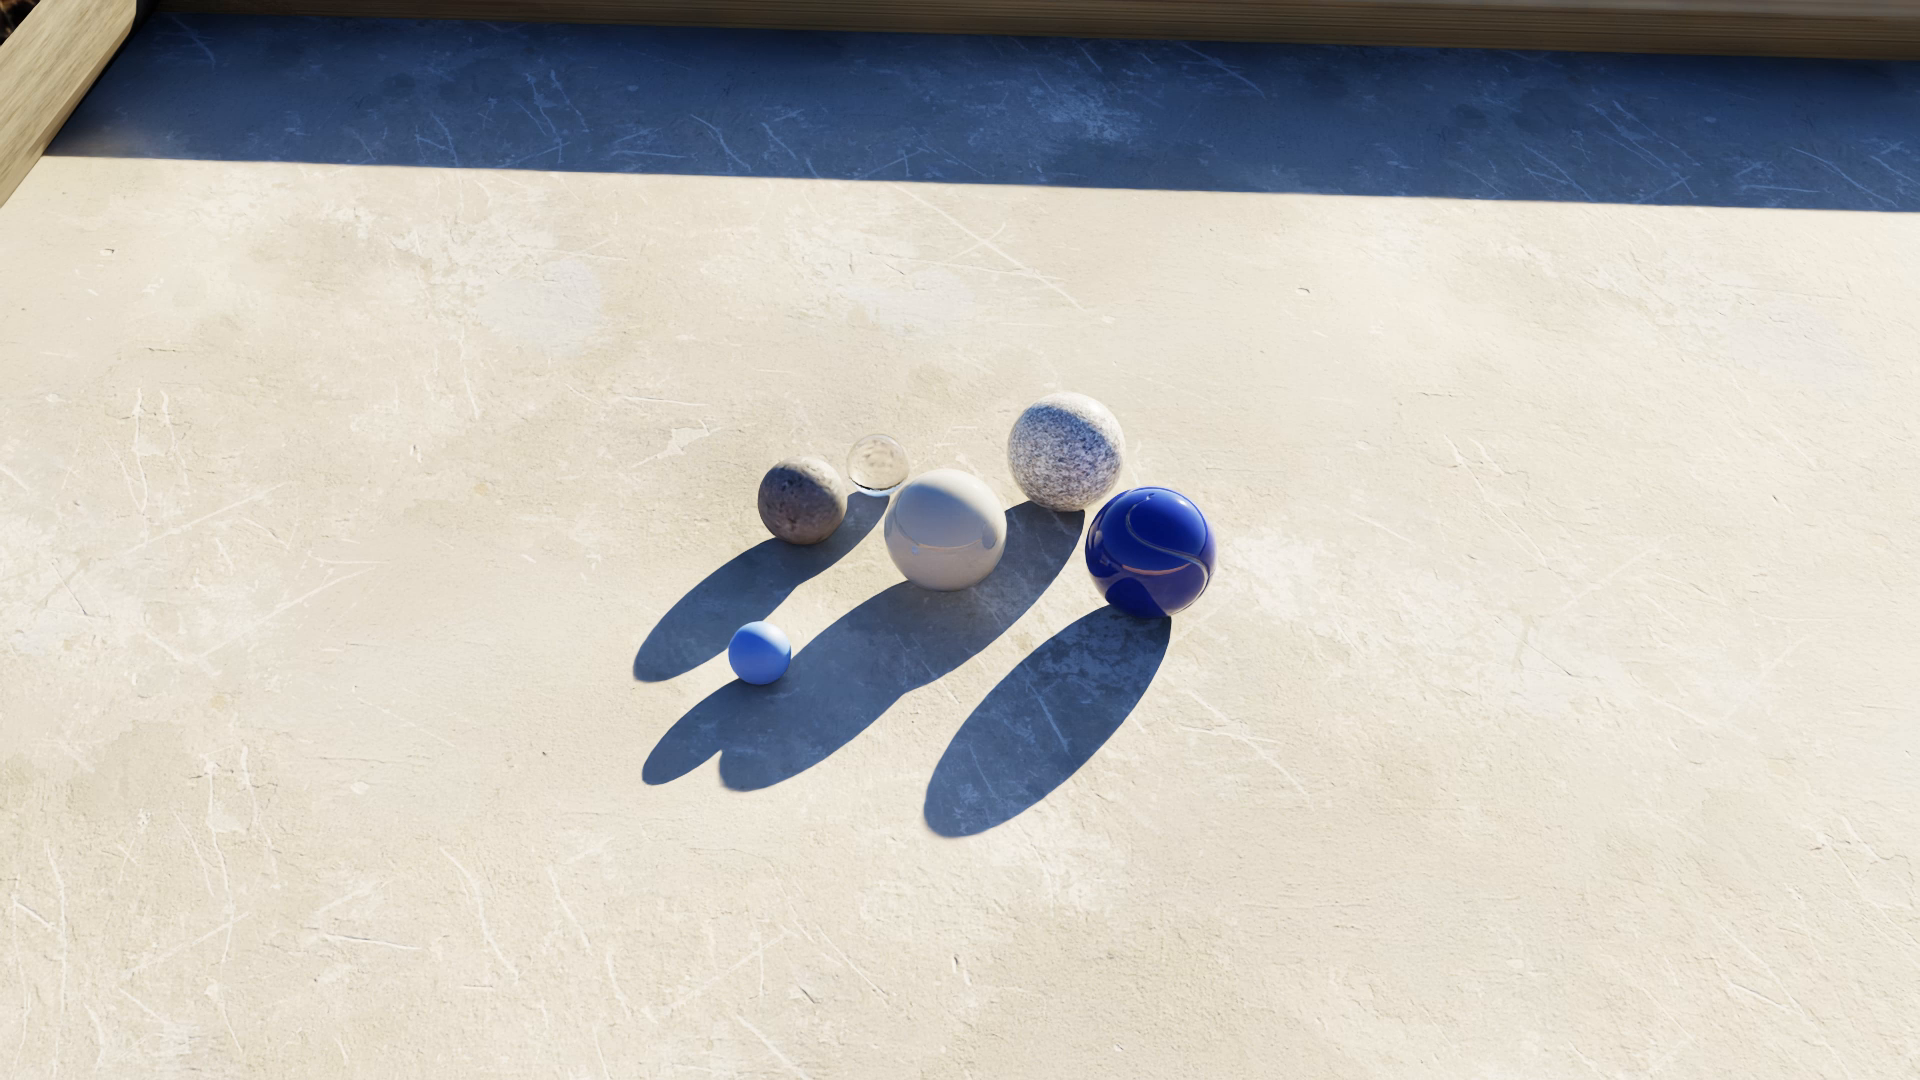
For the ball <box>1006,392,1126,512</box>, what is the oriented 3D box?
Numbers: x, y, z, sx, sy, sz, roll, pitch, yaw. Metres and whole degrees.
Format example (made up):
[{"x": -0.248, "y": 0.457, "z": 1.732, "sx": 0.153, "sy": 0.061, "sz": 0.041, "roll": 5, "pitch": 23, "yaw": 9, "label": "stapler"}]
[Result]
[{"x": 0.076, "y": -0.063, "z": 1.831, "sx": 0.086, "sy": 0.086, "sz": 0.086, "roll": 0, "pitch": 36, "yaw": 0, "label": "ball"}]

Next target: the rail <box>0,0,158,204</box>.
[{"x": -0.842, "y": -0.053, "z": 1.789, "sx": 0.045, "sy": 0.117, "sz": 1.803, "roll": 2, "pitch": 36, "yaw": 3, "label": "rail"}]

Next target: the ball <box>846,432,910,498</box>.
[{"x": -0.059, "y": -0.054, "z": 1.853, "sx": 0.047, "sy": 0.047, "sz": 0.047, "roll": 0, "pitch": 36, "yaw": 0, "label": "ball"}]

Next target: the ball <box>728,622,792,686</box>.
[{"x": -0.131, "y": 0.074, "z": 1.678, "sx": 0.042, "sy": 0.042, "sz": 0.042, "roll": 0, "pitch": 36, "yaw": 0, "label": "ball"}]

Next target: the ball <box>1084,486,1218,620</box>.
[{"x": 0.129, "y": 0.008, "z": 1.728, "sx": 0.090, "sy": 0.090, "sz": 0.090, "roll": 0, "pitch": 36, "yaw": 0, "label": "ball"}]

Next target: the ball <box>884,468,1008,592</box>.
[{"x": -0.010, "y": -0.006, "z": 1.753, "sx": 0.085, "sy": 0.085, "sz": 0.085, "roll": 0, "pitch": 36, "yaw": 0, "label": "ball"}]

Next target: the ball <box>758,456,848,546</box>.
[{"x": -0.111, "y": -0.028, "z": 1.801, "sx": 0.063, "sy": 0.063, "sz": 0.063, "roll": 0, "pitch": 36, "yaw": 0, "label": "ball"}]

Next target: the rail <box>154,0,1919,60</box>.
[{"x": 0.923, "y": -0.496, "z": 2.410, "sx": 3.468, "sy": 0.117, "sz": 0.045, "roll": 2, "pitch": 36, "yaw": 3, "label": "rail"}]
